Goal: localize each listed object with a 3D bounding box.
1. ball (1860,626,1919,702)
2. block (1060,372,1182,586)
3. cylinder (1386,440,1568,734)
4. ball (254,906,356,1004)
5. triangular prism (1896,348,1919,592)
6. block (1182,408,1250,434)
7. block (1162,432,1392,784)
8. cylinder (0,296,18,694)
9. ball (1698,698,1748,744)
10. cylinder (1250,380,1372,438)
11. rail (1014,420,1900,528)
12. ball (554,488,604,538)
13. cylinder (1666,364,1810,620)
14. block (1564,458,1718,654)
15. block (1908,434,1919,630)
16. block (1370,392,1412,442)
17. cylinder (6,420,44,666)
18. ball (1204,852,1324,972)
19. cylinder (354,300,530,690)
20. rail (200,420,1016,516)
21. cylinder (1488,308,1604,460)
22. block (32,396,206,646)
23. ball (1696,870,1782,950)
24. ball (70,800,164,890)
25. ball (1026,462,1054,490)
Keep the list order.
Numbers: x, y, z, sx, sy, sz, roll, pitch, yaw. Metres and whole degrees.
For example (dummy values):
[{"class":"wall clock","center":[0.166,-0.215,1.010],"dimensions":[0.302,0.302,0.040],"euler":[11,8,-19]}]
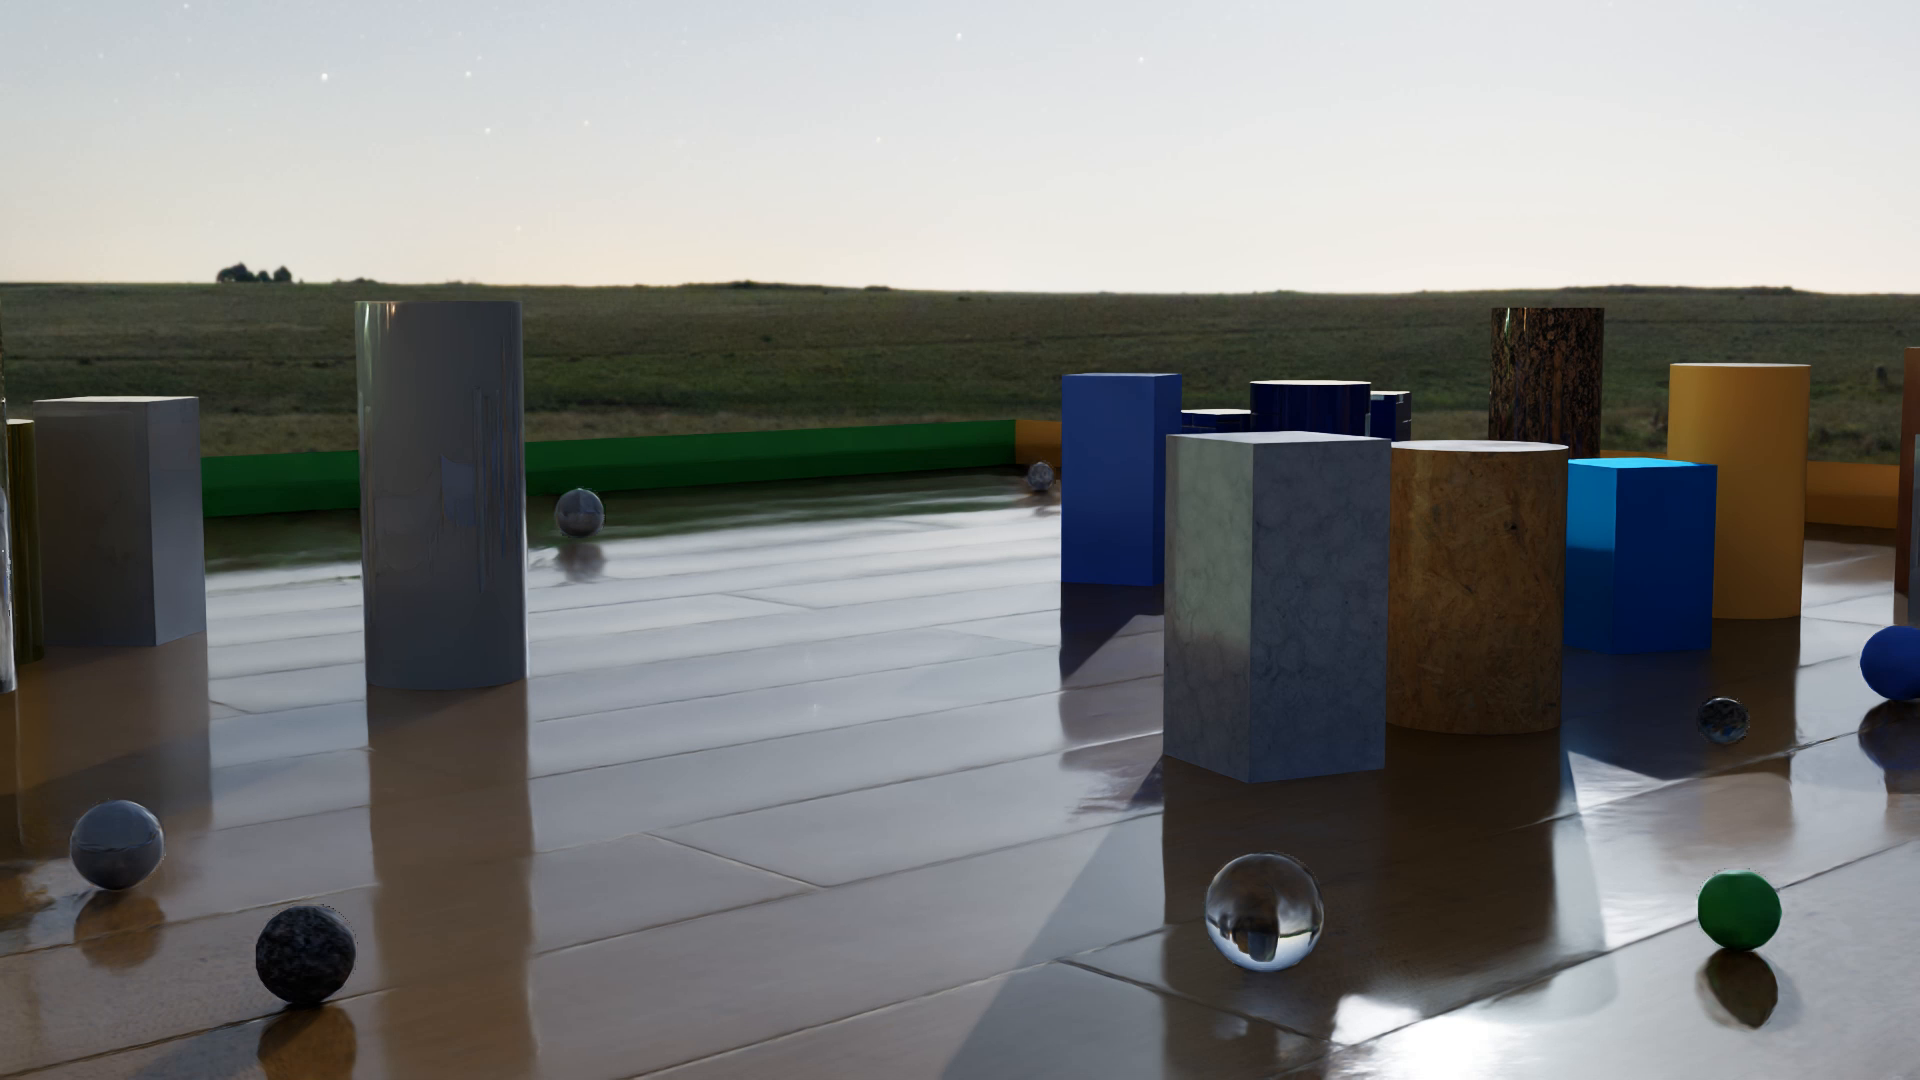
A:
[{"class":"ball","center":[1.075,0.141,2.511],"dimensions":[0.086,0.086,0.086],"euler":[0,6,0]},{"class":"block","center":[0.268,-0.104,3.639],"dimensions":[0.157,0.339,0.157],"euler":[2,6,22]},{"class":"cylinder","center":[0.557,0.046,2.396],"dimensions":[0.196,0.298,0.196],"euler":[0,6,0]},{"class":"ball","center":[-0.422,0.267,1.418],"dimensions":[0.062,0.062,0.062],"euler":[0,6,0]},{"class":"triangular prism","center":[1.542,-0.107,3.441],"dimensions":[0.170,0.386,0.147],"euler":[-5,8,-38]},{"class":"block","center":[0.488,-0.112,4.108],"dimensions":[0.157,0.256,0.157],"euler":[-4,7,-33]},{"class":"block","center":[0.309,0.059,2.162],"dimensions":[0.157,0.321,0.157],"euler":[-3,7,-26]},{"class":"cylinder","center":[-1.210,-0.060,2.552],"dimensions":[0.196,0.476,0.196],"euler":[0,6,0]},{"class":"ball","center":[0.785,0.186,2.263],"dimensions":[0.048,0.048,0.048],"euler":[0,6,0]},{"class":"cylinder","center":[0.575,-0.096,3.625],"dimensions":[0.196,0.326,0.196],"euler":[0,6,0]},{"class":"rail","center":[1.597,-0.120,4.797],"dimensions":[0.045,0.127,4.287],"euler":[-5,8,-42]},{"class":"ball","center":[-0.745,-0.052,4.305],"dimensions":[0.096,0.096,0.096],"euler":[0,6,0]},{"class":"cylinder","center":[1.148,-0.077,3.257],"dimensions":[0.196,0.364,0.196],"euler":[0,6,0]},{"class":"block","center":[0.891,0.018,2.937],"dimensions":[0.157,0.243,0.157],"euler":[-2,6,-20]},{"class":"block","center":[1.352,0.007,2.851],"dimensions":[0.157,0.282,0.157],"euler":[-1,6,-12]},{"class":"block","center":[0.848,-0.172,4.600],"dimensions":[0.157,0.273,0.157],"euler":[3,6,23]},{"class":"cylinder","center":[-1.273,0.003,2.788],"dimensions":[0.196,0.303,0.196],"euler":[0,6,0]},{"class":"ball","center":[0.205,0.251,1.484],"dimensions":[0.081,0.081,0.081],"euler":[0,6,0]},{"class":"cylinder","center":[-0.625,-0.060,2.661],"dimensions":[0.196,0.455,0.196],"euler":[0,6,0]},{"class":"rail","center":[-1.437,-0.129,4.881],"dimensions":[4.392,0.127,0.045],"euler":[-5,8,-42]},{"class":"cylinder","center":[1.050,-0.192,3.953],"dimensions":[0.196,0.448,0.196],"euler":[0,6,0]},{"class":"block","center":[-1.139,-0.029,2.989],"dimensions":[0.157,0.325,0.157],"euler":[1,6,5]},{"class":"ball","center":[0.543,0.258,1.534],"dimensions":[0.056,0.056,0.056],"euler":[0,6,0]},{"class":"ball","center":[-0.650,0.235,1.697],"dimensions":[0.068,0.068,0.068],"euler":[0,6,0]},{"class":"ball","center":[0.200,-0.157,5.444],"dimensions":[0.068,0.068,0.068],"euler":[0,6,0]}]
